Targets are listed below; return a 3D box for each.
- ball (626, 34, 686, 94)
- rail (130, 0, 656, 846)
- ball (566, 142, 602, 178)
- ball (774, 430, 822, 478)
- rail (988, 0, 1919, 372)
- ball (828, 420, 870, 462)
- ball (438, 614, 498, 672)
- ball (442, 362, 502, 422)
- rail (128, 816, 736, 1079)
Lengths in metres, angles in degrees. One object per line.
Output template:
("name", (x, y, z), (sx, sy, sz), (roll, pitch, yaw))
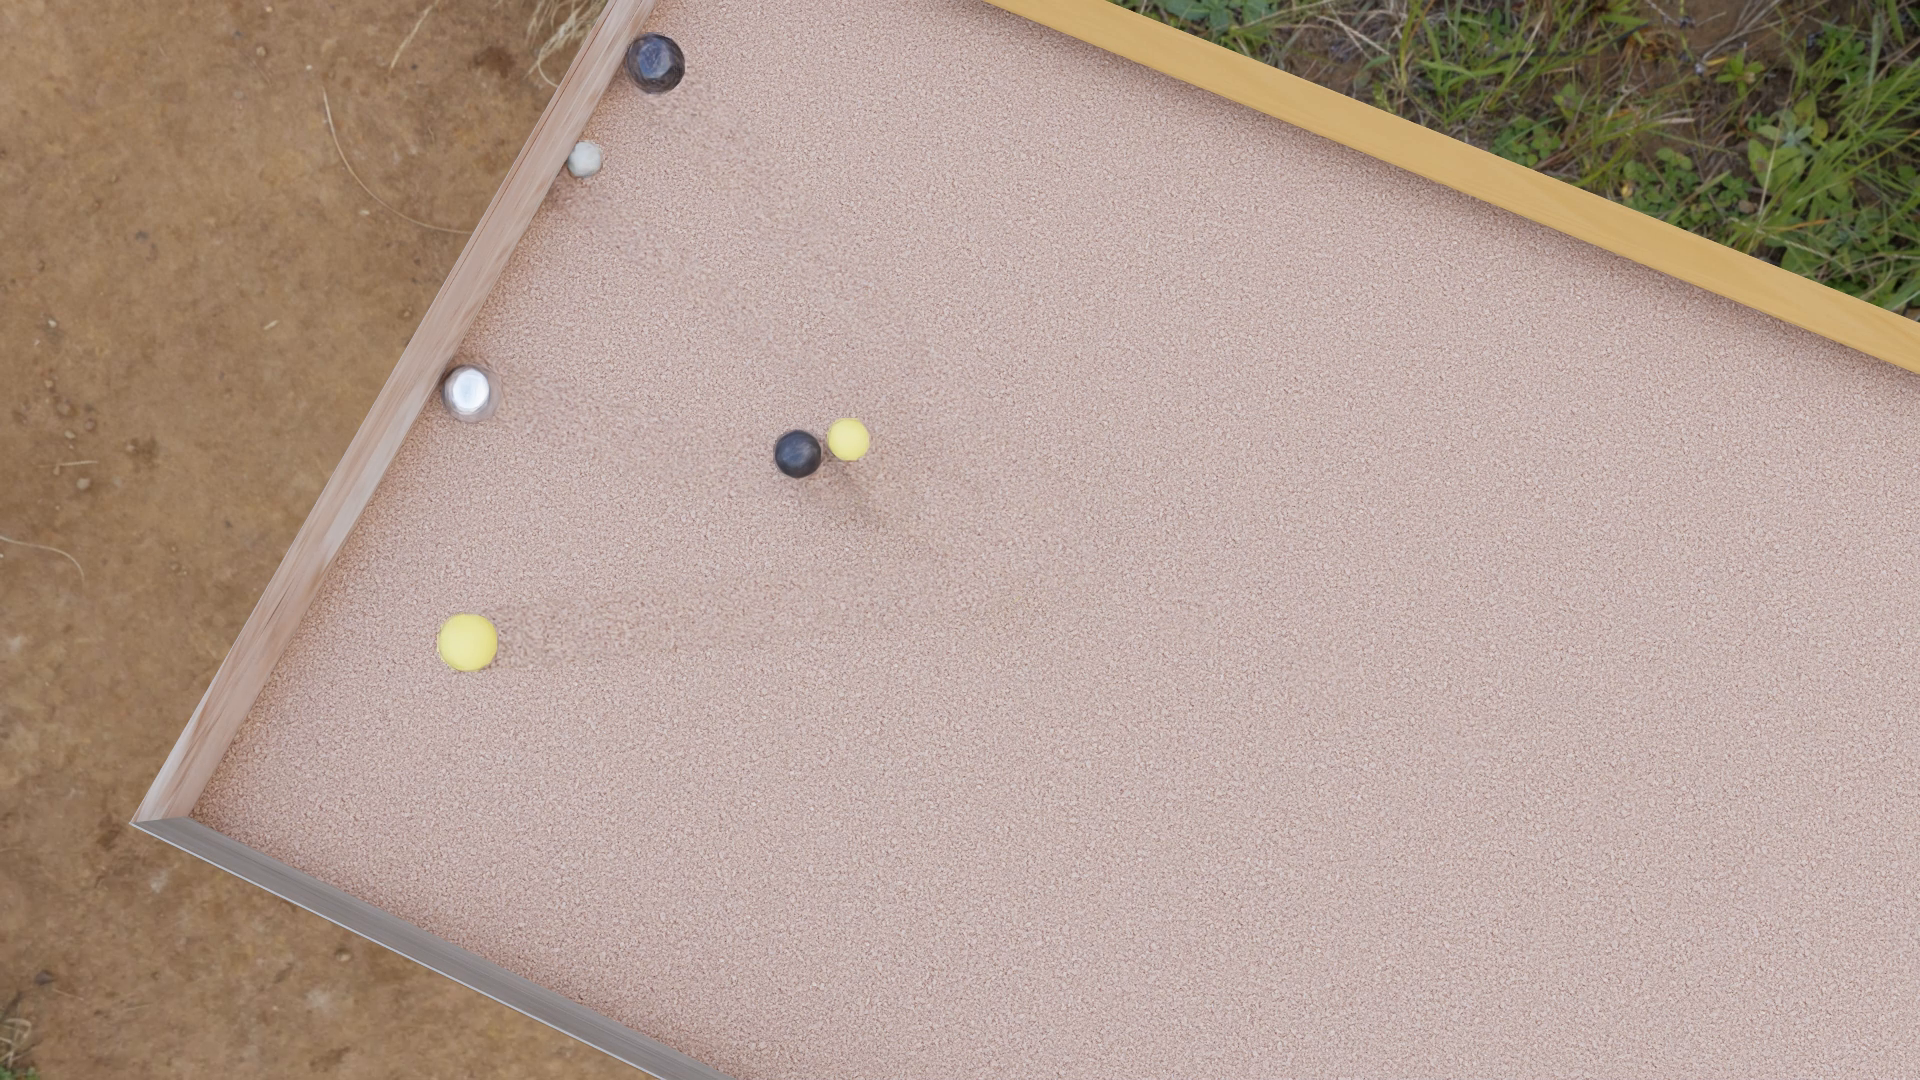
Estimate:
("ball", (-0.505, -0.790, 3.652), (0.098, 0.098, 0.098), (0, 72, 0))
("rail", (-0.795, -0.354, 3.491), (0.045, 0.128, 1.838), (24, 73, 8))
("ball", (-0.619, -0.626, 3.618), (0.059, 0.059, 0.059), (0, 72, 0))
("ball", (-0.254, -0.134, 3.448), (0.075, 0.075, 0.075), (0, 72, 0))
("rail", (1.190, -0.425, 3.515), (3.594, 0.128, 0.045), (24, 73, 8))
("ball", (-0.175, -0.157, 3.460), (0.066, 0.066, 0.066), (0, 72, 0))
("ball", (-0.748, 0.155, 3.345), (0.088, 0.088, 0.088), (0, 72, 0))
("ball", (-0.770, -0.233, 3.471), (0.093, 0.093, 0.093), (0, 72, 0))
("rail", (0.444, 1.120, 3.004), (3.594, 0.128, 0.045), (24, 73, 8))
